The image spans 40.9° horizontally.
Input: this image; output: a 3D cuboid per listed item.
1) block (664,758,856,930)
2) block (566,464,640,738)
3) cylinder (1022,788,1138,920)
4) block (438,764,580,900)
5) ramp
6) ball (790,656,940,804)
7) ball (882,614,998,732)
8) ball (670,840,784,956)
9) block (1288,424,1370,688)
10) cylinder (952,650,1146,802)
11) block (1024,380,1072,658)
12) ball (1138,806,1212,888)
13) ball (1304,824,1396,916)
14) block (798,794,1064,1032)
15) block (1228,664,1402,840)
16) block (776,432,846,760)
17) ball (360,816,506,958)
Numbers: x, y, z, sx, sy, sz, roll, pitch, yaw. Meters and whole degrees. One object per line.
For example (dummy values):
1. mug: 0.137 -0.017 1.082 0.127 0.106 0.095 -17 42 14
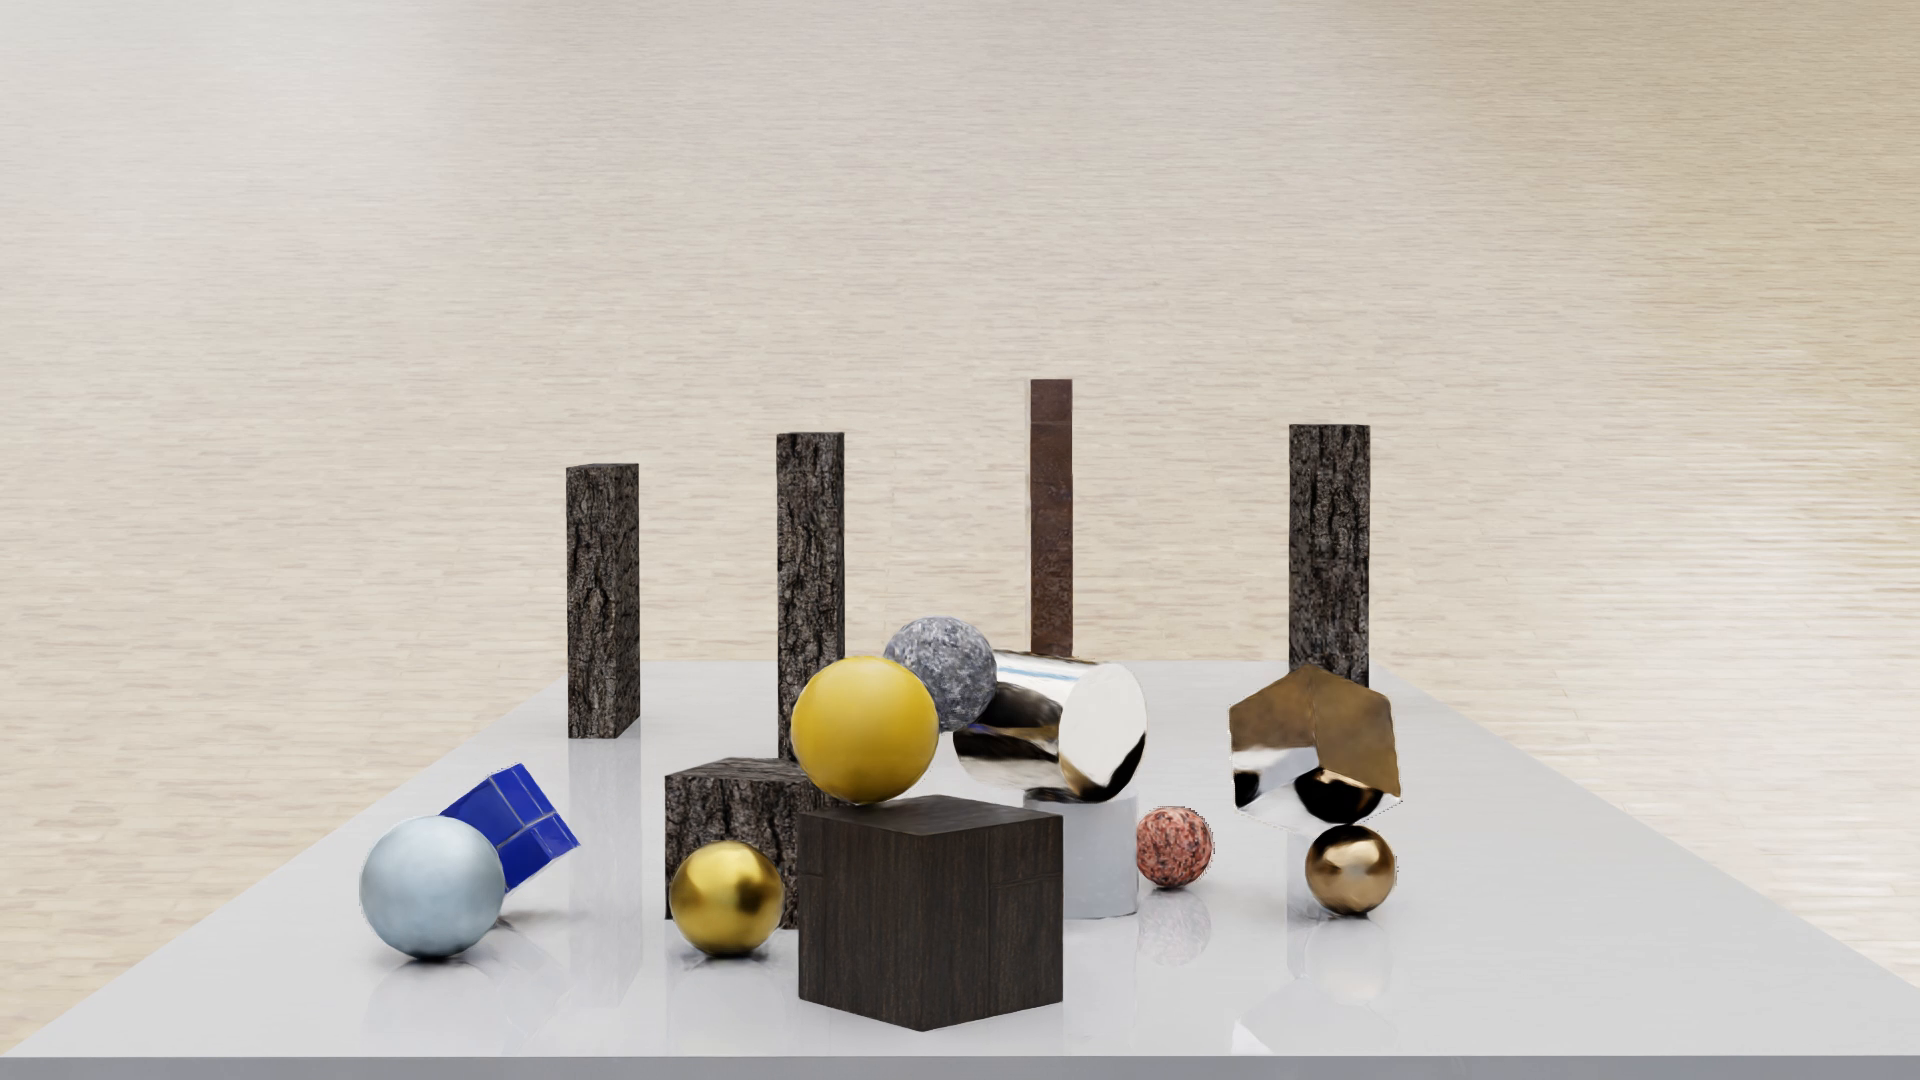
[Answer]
1. block: -0.251 0.381 3.261 0.181 0.181 0.181 1 3 21
2. block: -0.714 0.113 5.164 0.094 0.526 0.384 0 3 0
3. cylinder: 0.154 0.397 3.283 0.146 0.146 0.146 -1 3 0
4. block: -0.578 0.374 3.204 0.128 0.128 0.128 -36 -3 7
5. ramp: 0.051 0.457 4.533 2.000 0.100 4.000 0 3 0
6. ball: -0.105 0.209 2.833 0.164 0.164 0.164 0 22 0
7. ball: -0.026 0.166 3.184 0.146 0.146 0.146 0 22 0
8. ball: -0.272 0.418 2.998 0.134 0.134 0.134 0 22 0
9. block: 0.792 0.054 5.530 0.124 0.604 0.336 0 3 0
10. cylinder: 0.113 0.234 3.258 0.175 0.175 0.175 5 20 42
11. block: 0.178 0.023 5.240 0.082 0.696 0.404 0 3 0
12. ball: 0.283 0.409 3.430 0.107 0.107 0.107 0 22 0
13. ball: 0.491 0.415 3.239 0.114 0.114 0.114 0 22 0
14. block: -0.032 0.395 2.768 0.202 0.202 0.202 -3 4 -42
15. block: 0.449 0.271 3.266 0.146 0.146 0.146 23 50 -32
16. block: -0.268 0.103 4.672 0.104 0.594 0.335 0 3 0
17. ball: -0.612 0.403 2.987 0.165 0.165 0.165 0 22 0
